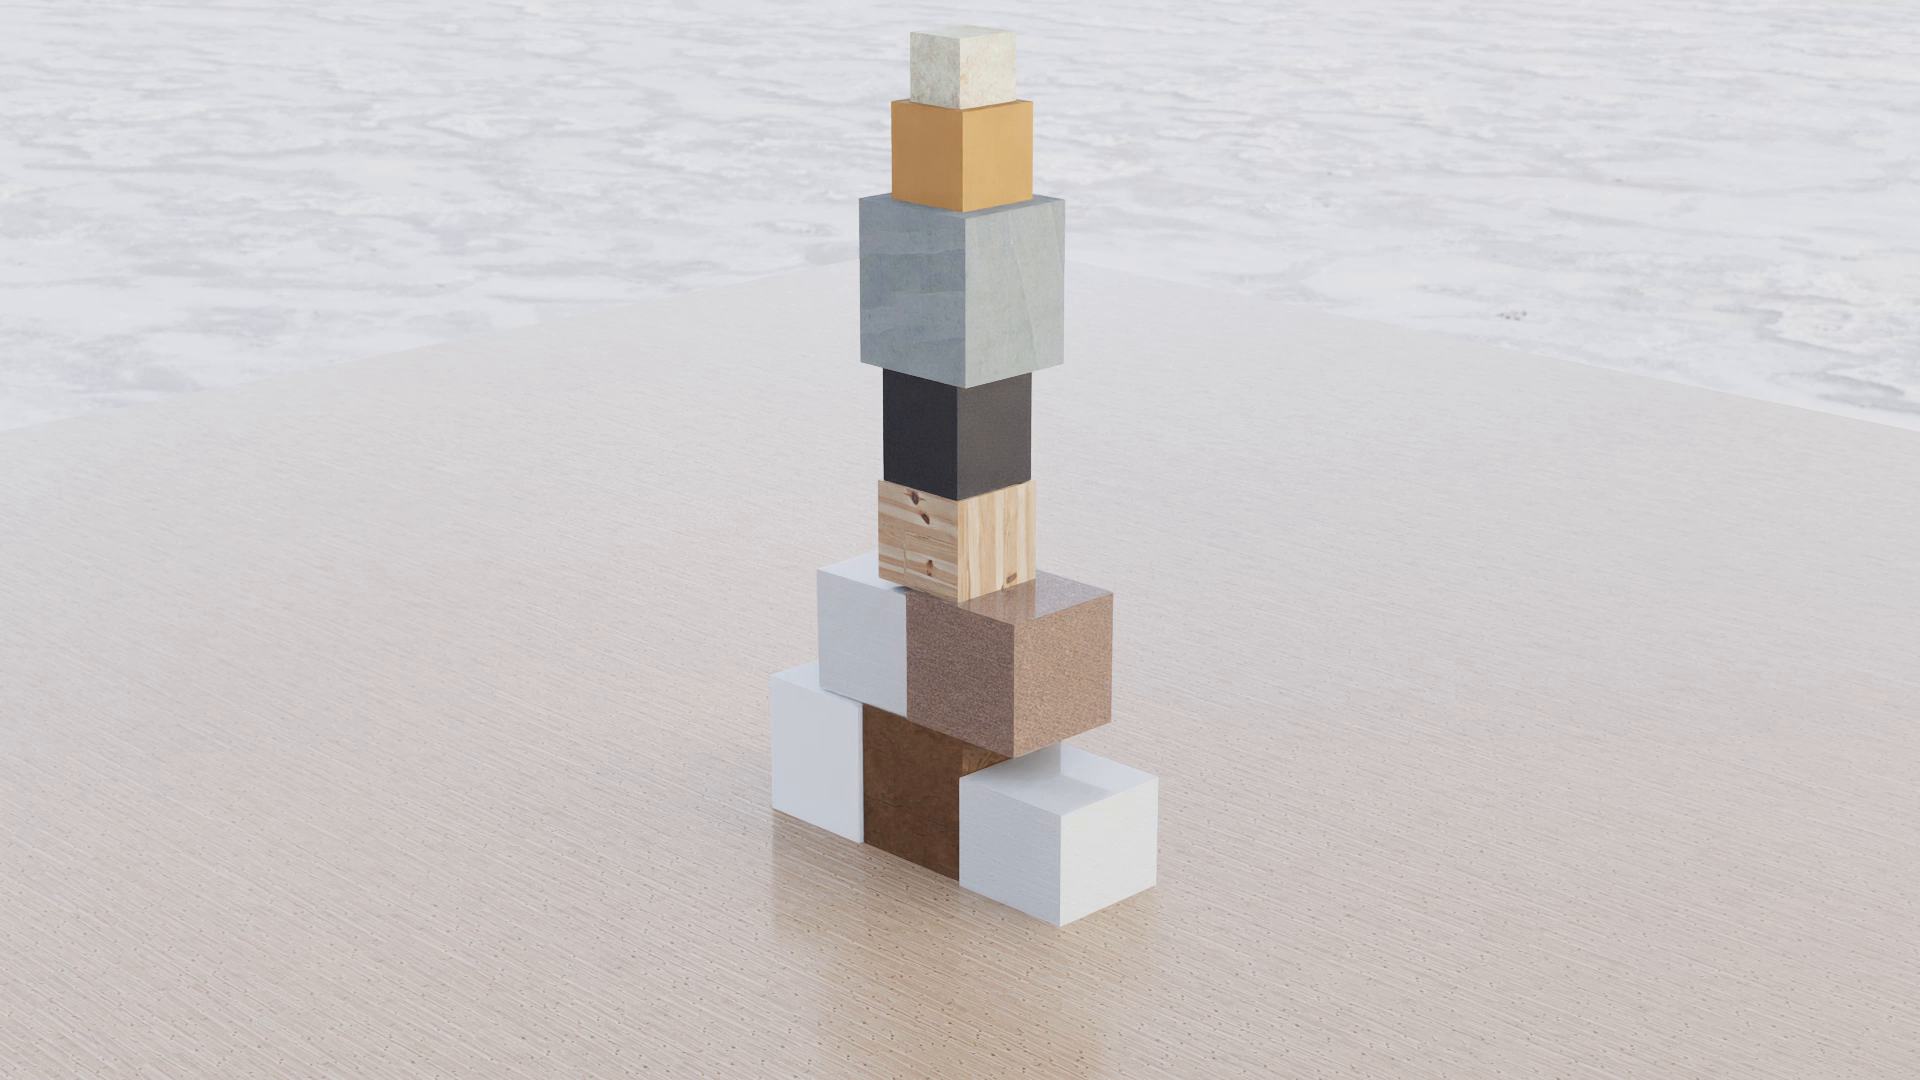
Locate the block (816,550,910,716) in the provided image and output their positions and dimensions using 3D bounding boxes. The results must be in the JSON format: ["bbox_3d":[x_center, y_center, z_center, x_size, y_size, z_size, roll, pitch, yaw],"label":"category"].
[{"bbox_3d":[-0.252,0.412,13.725,0.571,0.585,0.599,-17,23,-42],"label":"block"}]

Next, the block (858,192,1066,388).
[{"bbox_3d":[0.009,-1.145,12.991,0.621,0.743,0.663,-17,24,-42],"label":"block"}]

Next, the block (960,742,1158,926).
[{"bbox_3d":[0.445,1.319,13.267,0.641,0.528,0.626,-17,24,-42],"label":"block"}]

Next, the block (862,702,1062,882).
[{"bbox_3d":[0.010,1.092,13.702,0.649,0.699,0.655,-17,24,-42],"label":"block"}]

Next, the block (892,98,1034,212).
[{"bbox_3d":[0.009,-1.704,12.816,0.433,0.429,0.442,-17,24,-42],"label":"block"}]

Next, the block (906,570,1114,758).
[{"bbox_3d":[0.223,0.529,13.290,0.641,0.623,0.678,-17,24,-42],"label":"block"}]

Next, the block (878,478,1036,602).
[{"bbox_3d":[-0.013,-0.049,13.312,0.501,0.466,0.513,-17,24,-42],"label":"block"}]

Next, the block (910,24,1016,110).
[{"bbox_3d":[0.014,-2.053,12.711,0.344,0.301,0.305,-17,24,-42],"label":"block"}]

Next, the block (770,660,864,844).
[{"bbox_3d":[-0.451,0.965,14.136,0.680,0.683,0.616,-17,24,-42],"label":"block"}]

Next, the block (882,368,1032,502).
[{"bbox_3d":[-0.012,-0.528,13.163,0.472,0.537,0.471,-17,24,-42],"label":"block"}]
